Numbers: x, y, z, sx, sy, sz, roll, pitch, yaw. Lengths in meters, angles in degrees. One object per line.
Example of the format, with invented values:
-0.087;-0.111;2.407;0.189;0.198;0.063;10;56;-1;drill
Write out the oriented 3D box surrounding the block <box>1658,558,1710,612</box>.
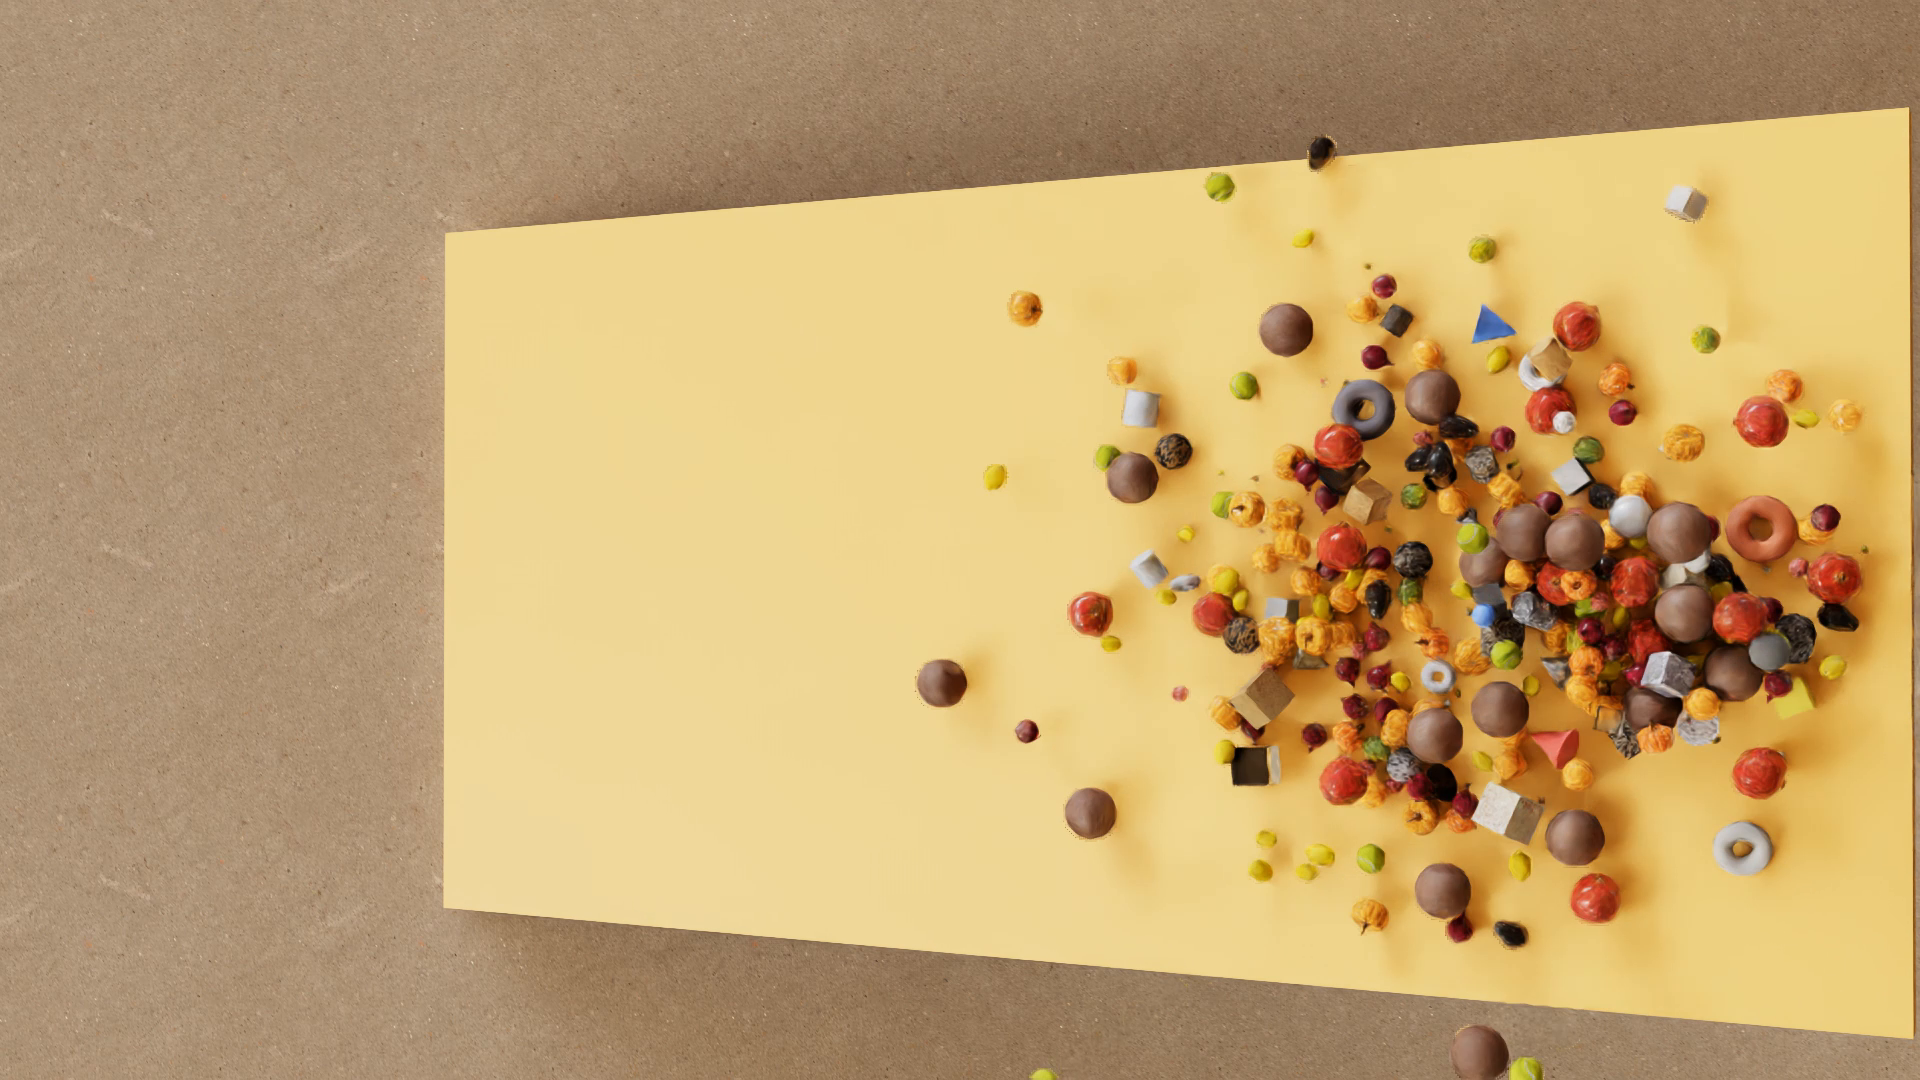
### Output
1.602;0.099;4.866;0.071;0.071;0.071;26;127;-20;block

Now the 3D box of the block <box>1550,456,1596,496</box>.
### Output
1.398;-0.143;5.013;0.064;0.064;0.064;-37;74;22;block

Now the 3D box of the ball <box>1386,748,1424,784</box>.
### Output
1.047;0.530;5.172;0.084;0.084;0.084;0;89;0;ball

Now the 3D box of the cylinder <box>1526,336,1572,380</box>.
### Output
1.337;-0.412;4.987;0.072;0.072;0.072;-43;103;0;cylinder

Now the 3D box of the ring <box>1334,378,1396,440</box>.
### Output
0.955;-0.308;5.192;0.146;0.049;0.146;1;94;12;ring

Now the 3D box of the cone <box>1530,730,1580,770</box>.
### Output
1.346;0.461;5.026;0.100;0.100;0.100;25;89;37;cone

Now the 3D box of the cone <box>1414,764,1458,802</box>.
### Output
1.101;0.586;5.167;0.095;0.095;0.095;16;59;-27;cone

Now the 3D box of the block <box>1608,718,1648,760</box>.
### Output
1.504;0.448;4.947;0.055;0.055;0.055;-40;129;21;block

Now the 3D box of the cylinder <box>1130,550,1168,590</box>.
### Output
0.469;0.073;5.454;0.070;0.070;0.070;-38;101;0;cylinder

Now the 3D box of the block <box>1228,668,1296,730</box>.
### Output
0.724;0.379;5.264;0.094;0.094;0.094;-42;88;-24;block

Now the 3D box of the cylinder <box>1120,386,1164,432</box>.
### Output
0.452;-0.326;5.479;0.085;0.085;0.085;24;117;0;cylinder

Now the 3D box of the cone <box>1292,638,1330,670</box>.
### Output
0.855;0.292;5.297;0.082;0.082;0.082;25;89;1;cone

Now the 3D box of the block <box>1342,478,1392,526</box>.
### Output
0.961;-0.090;5.183;0.072;0.072;0.072;41;132;34;block

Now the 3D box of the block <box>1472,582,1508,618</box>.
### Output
1.205;0.142;5.001;0.059;0.059;0.059;-17;54;6;block

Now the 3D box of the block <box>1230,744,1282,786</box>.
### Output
0.717;0.547;5.333;0.092;0.092;0.092;-4;88;27;block

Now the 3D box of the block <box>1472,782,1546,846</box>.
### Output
1.247;0.621;4.999;0.098;0.098;0.098;23;92;-36;block

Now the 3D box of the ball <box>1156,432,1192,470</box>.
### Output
0.528;-0.220;5.438;0.091;0.091;0.091;0;89;0;ball

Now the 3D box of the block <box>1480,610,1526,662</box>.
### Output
1.244;0.216;5.044;0.082;0.082;0.082;8;132;4;block

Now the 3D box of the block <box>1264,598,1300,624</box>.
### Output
0.779;0.171;5.319;0.058;0.058;0.058;7;93;40;block

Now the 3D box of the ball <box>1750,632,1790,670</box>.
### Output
1.715;0.237;4.659;0.082;0.082;0.082;0;89;0;ball

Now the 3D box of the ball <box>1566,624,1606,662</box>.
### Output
1.407;0.231;4.947;0.085;0.085;0.085;0;89;0;ball

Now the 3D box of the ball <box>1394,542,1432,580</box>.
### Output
1.064;0.047;5.165;0.089;0.089;0.089;0;89;0;ball

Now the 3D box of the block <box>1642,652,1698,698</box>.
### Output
1.547;0.294;4.795;0.074;0.074;0.074;25;76;-13;block

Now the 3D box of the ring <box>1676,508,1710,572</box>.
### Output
1.591;0.001;4.770;0.047;0.142;0.142;-9;89;4;ring

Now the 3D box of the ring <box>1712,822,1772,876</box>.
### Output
1.722;0.680;4.839;0.126;0.042;0.126;3;105;12;ring

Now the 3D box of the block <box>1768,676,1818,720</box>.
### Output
1.816;0.343;4.792;0.071;0.071;0.071;-26;78;26;block

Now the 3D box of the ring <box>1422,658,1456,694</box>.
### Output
1.125;0.321;5.166;0.084;0.028;0.084;0;90;29;ring

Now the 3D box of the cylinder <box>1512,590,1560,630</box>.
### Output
1.305;0.161;4.985;0.075;0.075;0.075;17;89;-22;cylinder

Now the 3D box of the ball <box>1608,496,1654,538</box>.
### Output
1.496;-0.052;4.905;0.096;0.096;0.096;0;89;0;ball

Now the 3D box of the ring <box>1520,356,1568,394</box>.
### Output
1.342;-0.391;5.060;0.110;0.037;0.110;0;89;28;ring

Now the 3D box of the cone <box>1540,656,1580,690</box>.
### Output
1.386;0.285;5.007;0.089;0.089;0.089;-33;89;14;cone

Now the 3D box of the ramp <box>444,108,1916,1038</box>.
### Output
0.279;0.079;5.667;4.000;0.100;2.000;0;89;27;ramp

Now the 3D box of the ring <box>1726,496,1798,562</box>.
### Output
1.761;-0.024;4.831;0.149;0.050;0.149;3;97;22;ring

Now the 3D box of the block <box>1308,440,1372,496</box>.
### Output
0.905;-0.173;5.246;0.092;0.092;0.092;46;108;20;block

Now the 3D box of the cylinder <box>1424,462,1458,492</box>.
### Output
1.124;-0.147;5.144;0.055;0.055;0.055;9;65;-20;cylinder

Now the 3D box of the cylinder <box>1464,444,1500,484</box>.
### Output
1.209;-0.175;5.089;0.066;0.066;0.066;-14;53;20;cylinder

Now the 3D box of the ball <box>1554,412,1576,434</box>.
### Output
1.357;-0.264;4.935;0.050;0.050;0.050;0;89;0;ball

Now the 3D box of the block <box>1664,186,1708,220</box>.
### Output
1.614;-0.749;4.888;0.054;0.054;0.054;21;97;-32;block

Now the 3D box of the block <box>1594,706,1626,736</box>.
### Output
1.436;0.399;4.860;0.053;0.053;0.053;12;89;25;block

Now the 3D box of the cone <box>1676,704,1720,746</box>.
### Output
1.633;0.407;4.871;0.090;0.090;0.090;0;89;17;cone

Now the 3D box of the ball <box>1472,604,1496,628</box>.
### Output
1.166;0.168;4.892;0.053;0.053;0.053;0;89;0;ball

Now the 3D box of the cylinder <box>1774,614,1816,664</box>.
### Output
1.808;0.214;4.770;0.087;0.087;0.087;7;107;23;cylinder

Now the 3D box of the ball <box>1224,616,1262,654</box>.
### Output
0.680;0.229;5.284;0.093;0.093;0.093;0;89;0;ball
